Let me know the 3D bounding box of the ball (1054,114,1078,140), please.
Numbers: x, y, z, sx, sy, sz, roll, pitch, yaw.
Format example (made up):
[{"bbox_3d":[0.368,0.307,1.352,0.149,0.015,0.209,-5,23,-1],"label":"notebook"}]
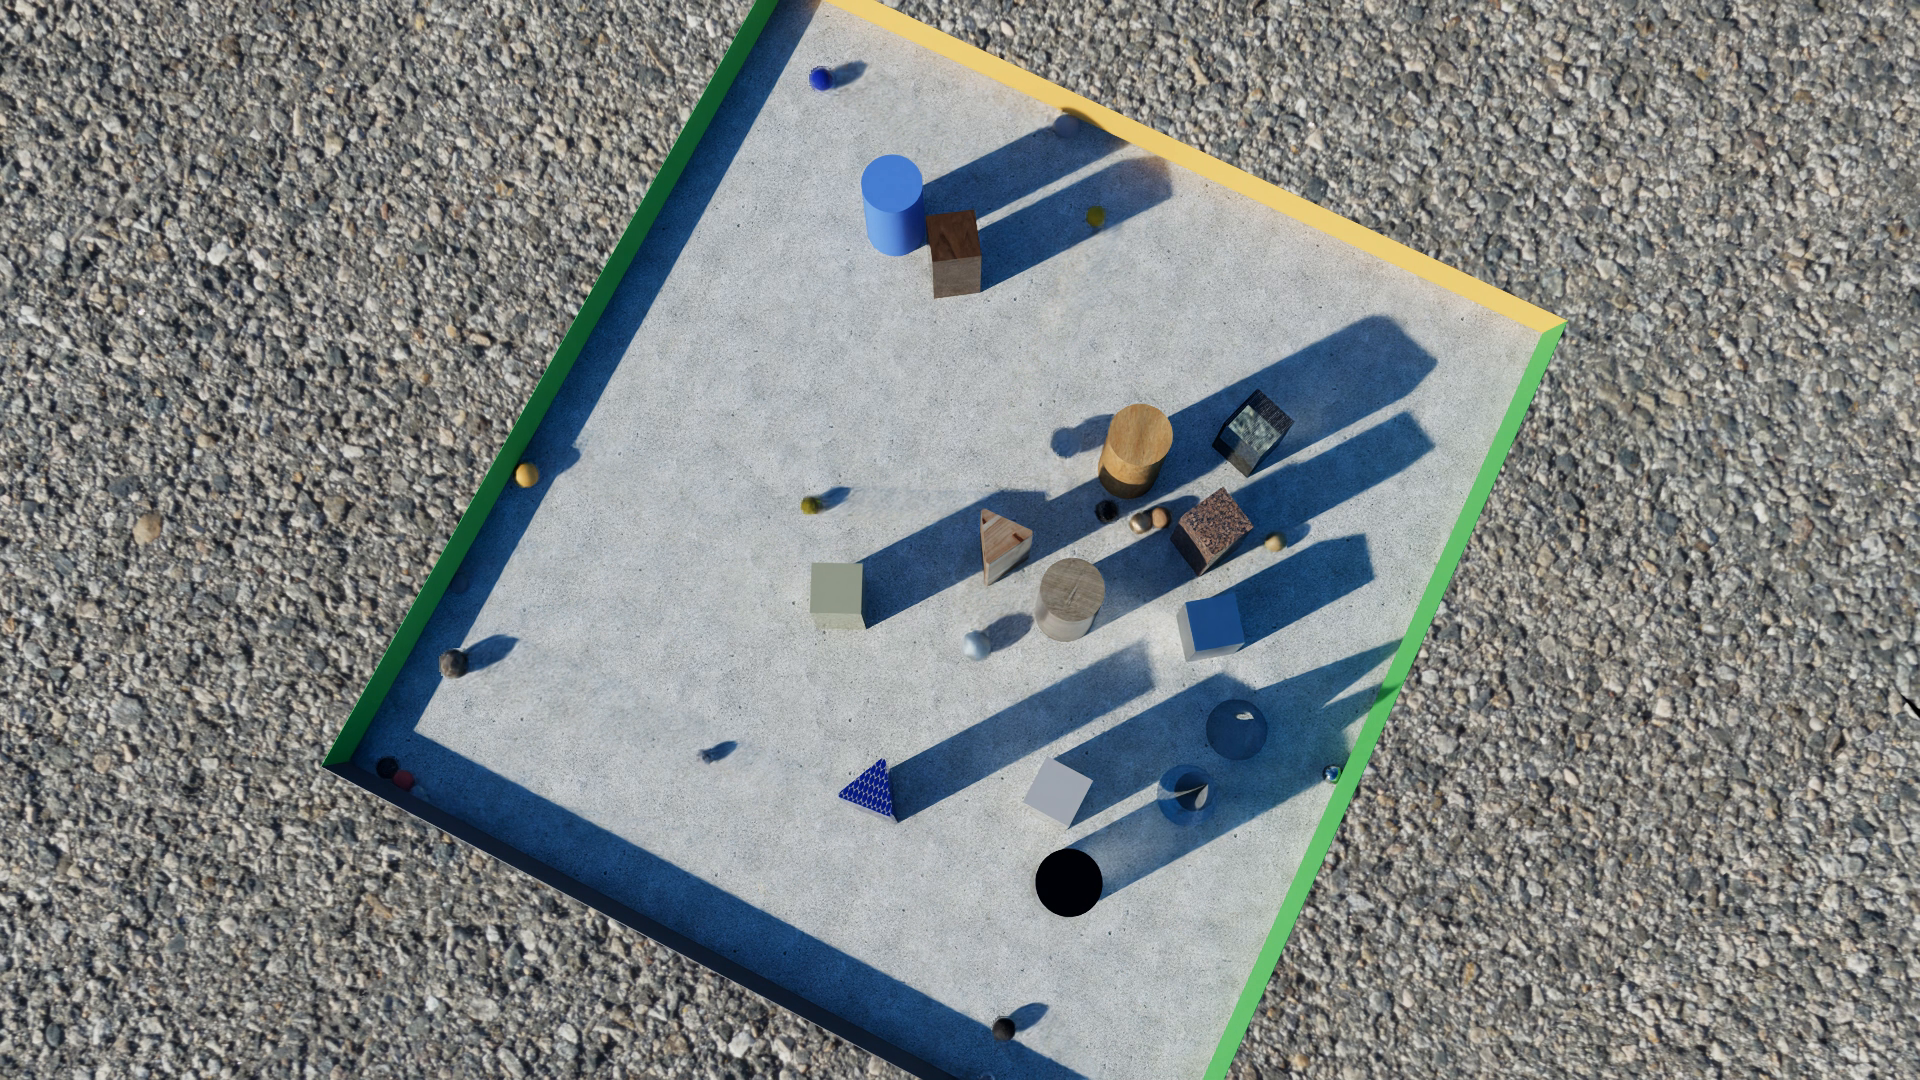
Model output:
[{"bbox_3d":[0.338,-1.319,5.848,0.080,0.080,0.080,0,78,0],"label":"ball"}]

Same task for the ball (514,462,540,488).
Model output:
[{"bbox_3d":[-1.330,-0.201,5.618,0.079,0.079,0.079,0,78,0],"label":"ball"}]

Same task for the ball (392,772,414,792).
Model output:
[{"bbox_3d":[-1.651,0.717,5.437,0.061,0.061,0.061,0,78,0],"label":"ball"}]

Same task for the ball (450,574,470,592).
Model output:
[{"bbox_3d":[-1.518,0.129,5.561,0.057,0.057,0.057,0,78,0],"label":"ball"}]

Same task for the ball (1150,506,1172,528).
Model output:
[{"bbox_3d":[0.614,-0.068,5.596,0.067,0.067,0.067,0,78,0],"label":"ball"}]

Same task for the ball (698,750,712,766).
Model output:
[{"bbox_3d":[-0.759,0.649,5.459,0.046,0.046,0.046,0,78,0],"label":"ball"}]

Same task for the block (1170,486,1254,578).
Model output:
[{"bbox_3d":[0.745,-0.021,5.449,0.148,0.335,0.148,-35,80,-7],"label":"block"}]

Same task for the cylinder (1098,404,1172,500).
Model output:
[{"bbox_3d":[0.517,-0.259,5.454,0.185,0.423,0.185,0,78,0],"label":"cylinder"}]

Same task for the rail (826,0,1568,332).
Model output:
[{"bbox_3d":[0.637,-1.241,5.811,2.734,0.120,0.045,26,80,5],"label":"rail"}]

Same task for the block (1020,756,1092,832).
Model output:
[{"bbox_3d":[0.276,0.739,5.316,0.148,0.289,0.148,28,80,5],"label":"block"}]

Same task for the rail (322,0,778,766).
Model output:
[{"bbox_3d":[-1.202,-0.582,5.674,0.045,0.120,2.895,26,80,5],"label":"rail"}]

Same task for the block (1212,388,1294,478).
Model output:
[{"bbox_3d":[0.884,-0.320,5.543,0.148,0.273,0.148,44,82,8],"label":"block"}]

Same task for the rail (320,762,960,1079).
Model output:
[{"bbox_3d":[-0.637,1.254,5.295,2.734,0.120,0.045,26,80,5],"label":"rail"}]

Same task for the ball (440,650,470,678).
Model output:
[{"bbox_3d":[-1.515,0.374,5.496,0.085,0.085,0.085,0,78,0],"label":"ball"}]

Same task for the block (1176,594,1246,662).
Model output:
[{"bbox_3d":[0.742,0.263,5.442,0.148,0.235,0.148,-10,79,-2],"label":"block"}]

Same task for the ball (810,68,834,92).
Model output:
[{"bbox_3d":[-0.443,-1.477,5.885,0.073,0.073,0.073,0,78,0],"label":"ball"}]

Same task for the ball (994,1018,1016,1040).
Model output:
[{"bbox_3d":[0.128,1.413,5.291,0.065,0.065,0.065,0,78,0],"label":"ball"}]

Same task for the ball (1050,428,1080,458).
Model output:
[{"bbox_3d":[0.323,-0.297,5.631,0.092,0.092,0.092,0,78,0],"label":"ball"}]

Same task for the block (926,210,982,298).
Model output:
[{"bbox_3d":[-0.019,-0.875,5.629,0.148,0.330,0.148,-8,78,-2],"label":"block"}]

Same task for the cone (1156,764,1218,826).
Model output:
[{"bbox_3d":[0.678,0.714,5.236,0.185,0.456,0.185,0,78,0],"label":"cone"}]

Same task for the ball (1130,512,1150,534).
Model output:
[{"bbox_3d":[0.549,-0.051,5.594,0.065,0.065,0.065,0,78,0],"label":"ball"}]

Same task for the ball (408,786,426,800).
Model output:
[{"bbox_3d":[-1.609,0.753,5.435,0.050,0.050,0.050,0,78,0],"label":"ball"}]

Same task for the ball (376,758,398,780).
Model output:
[{"bbox_3d":[-1.701,0.679,5.443,0.064,0.064,0.064,0,78,0],"label":"ball"}]

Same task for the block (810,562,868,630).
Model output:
[{"bbox_3d":[-0.357,0.169,5.431,0.148,0.294,0.148,1,78,0],"label":"block"}]

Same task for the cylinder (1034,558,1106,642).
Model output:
[{"bbox_3d":[0.319,0.180,5.382,0.185,0.386,0.185,0,78,0],"label":"cylinder"}]

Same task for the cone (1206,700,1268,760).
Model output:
[{"bbox_3d":[0.831,0.537,5.342,0.185,0.319,0.185,0,78,0],"label":"cone"}]

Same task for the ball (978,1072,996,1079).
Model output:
[{"bbox_3d":[0.078,1.557,5.269,0.049,0.049,0.049,0,78,0],"label":"ball"}]

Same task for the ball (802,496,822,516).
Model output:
[{"bbox_3d":[-0.452,-0.105,5.608,0.058,0.058,0.058,0,78,0],"label":"ball"}]

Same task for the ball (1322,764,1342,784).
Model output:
[{"bbox_3d":[1.107,0.696,5.441,0.061,0.061,0.061,0,78,0],"label":"ball"}]

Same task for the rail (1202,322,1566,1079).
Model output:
[{"bbox_3d":[1.202,0.595,5.431,0.045,0.120,2.895,26,80,5],"label":"rail"}]

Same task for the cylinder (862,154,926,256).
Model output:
[{"bbox_3d":[-0.203,-1.025,5.641,0.185,0.368,0.185,0,78,0],"label":"cylinder"}]

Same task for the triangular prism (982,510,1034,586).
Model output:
[{"bbox_3d":[0.105,0.004,5.429,0.160,0.366,0.138,-34,80,-7],"label":"triangular prism"}]

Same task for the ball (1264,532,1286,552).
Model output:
[{"bbox_3d":[0.960,0.006,5.583,0.063,0.063,0.063,0,78,0],"label":"ball"}]

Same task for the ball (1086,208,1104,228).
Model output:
[{"bbox_3d":[0.428,-1.020,5.796,0.060,0.060,0.060,0,78,0],"label":"ball"}]

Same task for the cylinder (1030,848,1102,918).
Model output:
[{"bbox_3d":[0.297,0.977,5.203,0.185,0.415,0.185,0,78,0],"label":"cylinder"}]

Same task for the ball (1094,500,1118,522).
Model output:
[{"bbox_3d":[0.447,-0.088,5.599,0.070,0.070,0.070,0,78,0],"label":"ball"}]

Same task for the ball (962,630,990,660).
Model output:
[{"bbox_3d":[0.048,0.317,5.506,0.089,0.089,0.089,0,78,0],"label":"ball"}]

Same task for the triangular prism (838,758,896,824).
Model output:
[{"bbox_3d":[-0.237,0.710,5.259,0.160,0.412,0.138,21,79,4],"label":"triangular prism"}]
